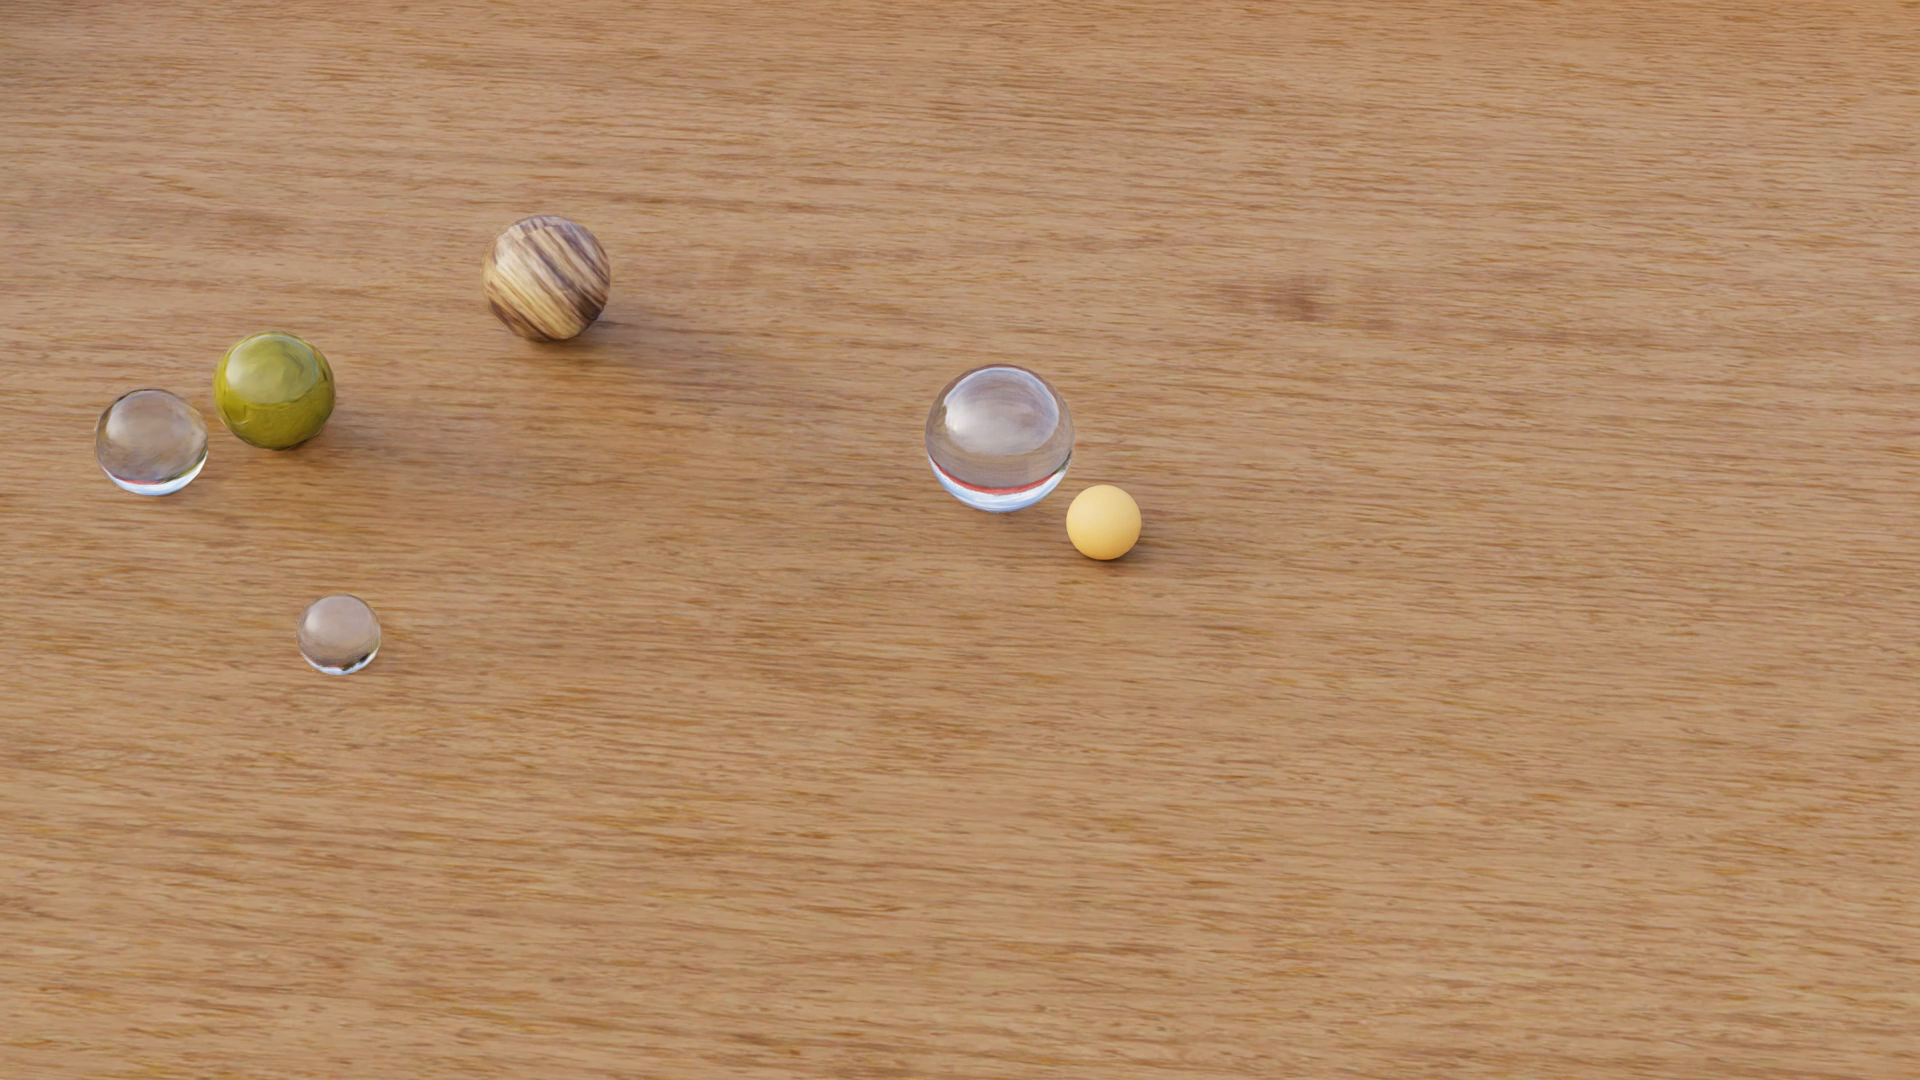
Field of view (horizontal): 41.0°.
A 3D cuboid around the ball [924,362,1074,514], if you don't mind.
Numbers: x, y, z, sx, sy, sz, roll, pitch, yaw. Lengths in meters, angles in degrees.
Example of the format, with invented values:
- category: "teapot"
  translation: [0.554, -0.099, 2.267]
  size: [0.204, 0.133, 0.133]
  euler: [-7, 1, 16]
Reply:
- category: "ball"
  translation: [0.026, -0.067, 1.675]
  size: [0.098, 0.098, 0.098]
  euler: [0, 36, 0]

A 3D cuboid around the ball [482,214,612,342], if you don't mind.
- category: "ball"
  translation: [-0.297, -0.189, 1.848]
  size: [0.091, 0.091, 0.091]
  euler: [0, 36, 0]

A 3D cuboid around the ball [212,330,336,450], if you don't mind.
- category: "ball"
  translation: [-0.464, -0.101, 1.738]
  size: [0.081, 0.081, 0.081]
  euler: [0, 36, 0]

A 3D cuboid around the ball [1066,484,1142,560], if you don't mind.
- category: "ball"
  translation: [0.092, -0.011, 1.642]
  size: [0.048, 0.048, 0.048]
  euler: [0, 36, 0]

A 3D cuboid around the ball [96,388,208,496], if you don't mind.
- category: "ball"
  translation: [-0.534, -0.065, 1.695]
  size: [0.072, 0.072, 0.072]
  euler: [0, 36, 0]

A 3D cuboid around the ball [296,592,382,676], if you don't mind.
- category: "ball"
  translation: [-0.375, 0.057, 1.548]
  size: [0.050, 0.050, 0.050]
  euler: [0, 36, 0]
